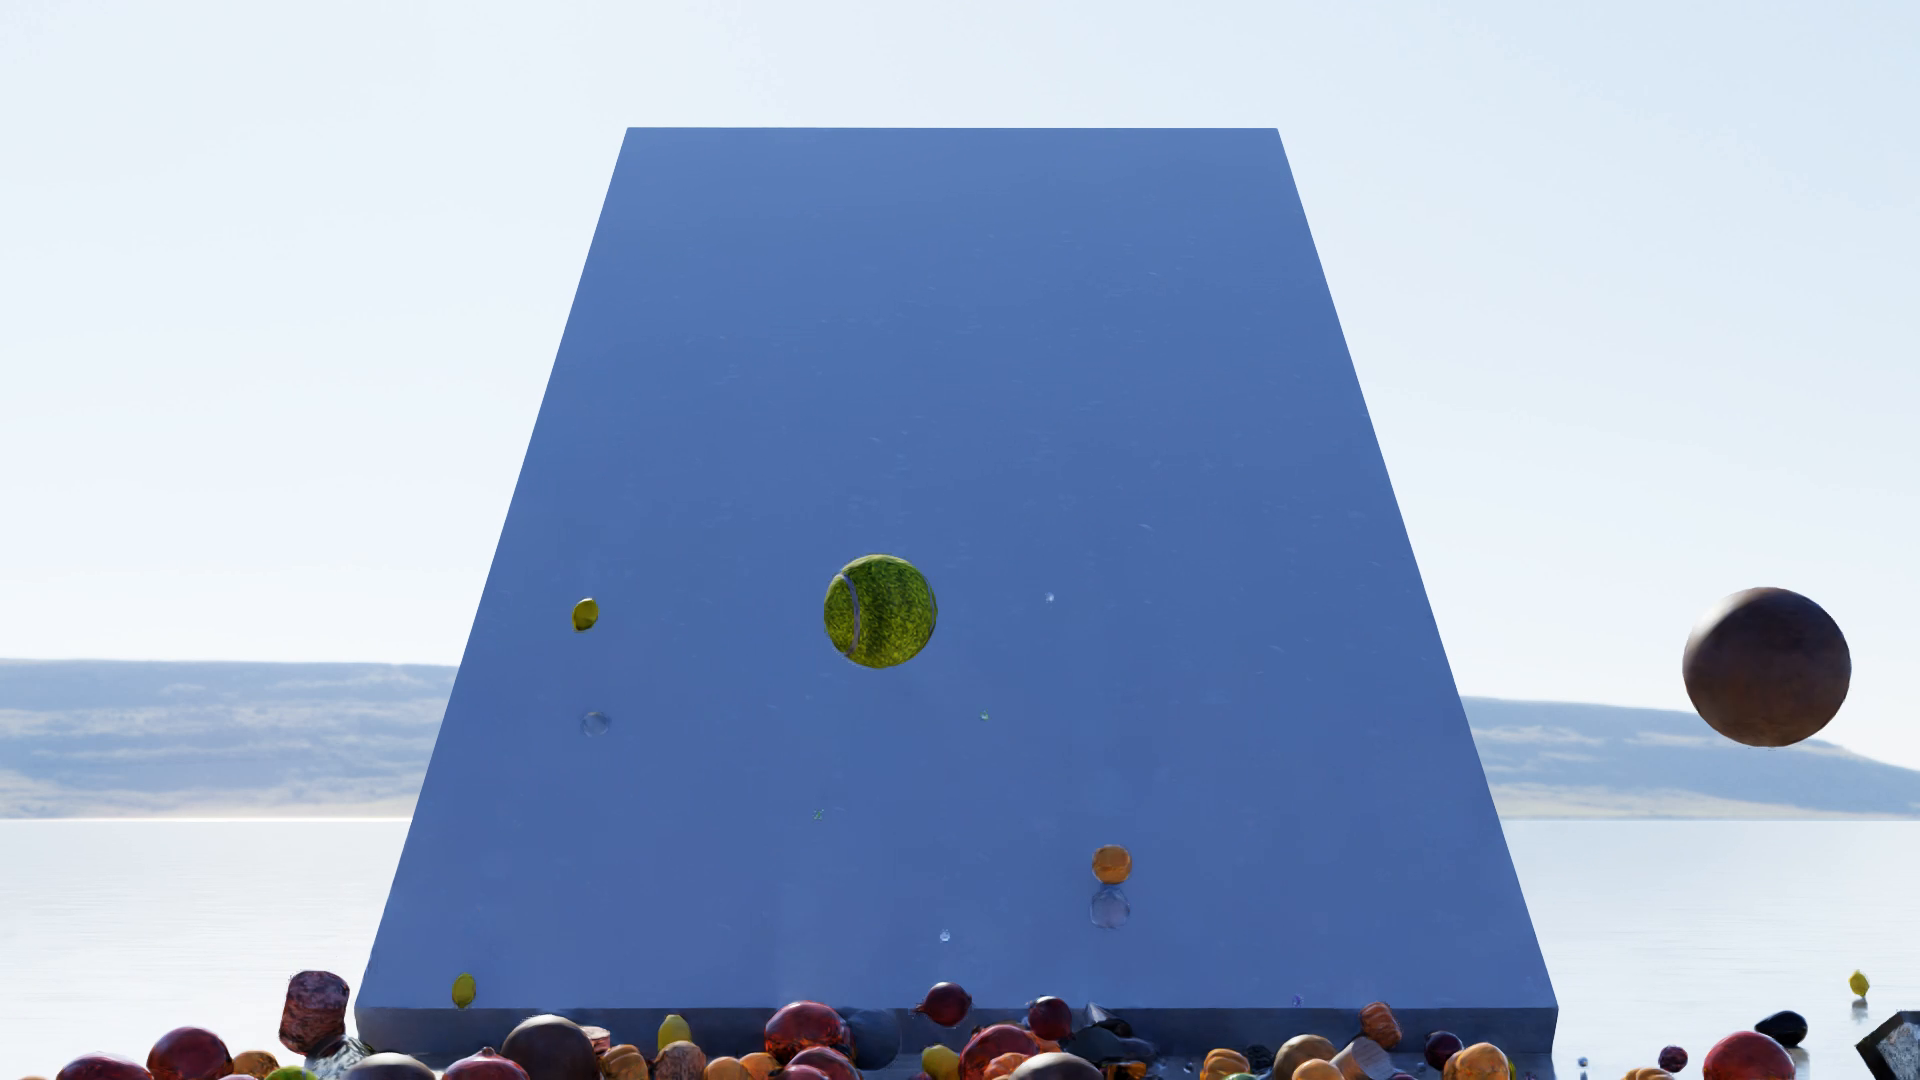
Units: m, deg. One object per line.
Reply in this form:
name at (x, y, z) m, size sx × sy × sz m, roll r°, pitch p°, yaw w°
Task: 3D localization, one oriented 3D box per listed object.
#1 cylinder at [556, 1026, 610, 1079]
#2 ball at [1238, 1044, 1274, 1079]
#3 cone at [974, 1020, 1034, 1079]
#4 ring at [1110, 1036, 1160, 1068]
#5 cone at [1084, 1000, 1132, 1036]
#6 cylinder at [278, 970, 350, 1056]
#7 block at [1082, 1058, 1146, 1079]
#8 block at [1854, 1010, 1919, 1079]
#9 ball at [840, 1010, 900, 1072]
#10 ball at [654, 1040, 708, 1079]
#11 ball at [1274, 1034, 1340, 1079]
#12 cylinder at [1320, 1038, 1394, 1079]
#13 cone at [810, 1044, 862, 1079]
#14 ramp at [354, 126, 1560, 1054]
cylinder at (-0.530, 0.727, 3.412) m, size 0.072 × 0.072 × 0.072 m, roll 4°, pitch 2°, yaw 0°
ball at (0.447, 0.787, 3.658) m, size 0.054 × 0.054 × 0.054 m, roll 0°, pitch -6°, yaw 0°
cone at (0.088, 0.797, 3.706) m, size 0.098 × 0.098 × 0.098 m, roll -4°, pitch -34°, yaw 34°
ring at (0.243, 0.805, 3.819) m, size 0.141 × 0.047 × 0.141 m, roll 5°, pitch -9°, yaw 1°
cone at (0.221, 0.776, 3.929) m, size 0.092 × 0.092 × 0.092 m, roll 2°, pitch 33°, yaw -19°
cylinder at (-0.913, 0.668, 3.428) m, size 0.085 × 0.085 × 0.085 m, roll 15°, pitch 26°, yaw -8°
block at (0.209, 0.743, 3.304) m, size 0.063 × 0.063 × 0.063 m, roll 4°, pitch -8°, yaw -31°
block at (1.319, 0.714, 3.364) m, size 0.087 × 0.087 × 0.087 m, roll 7°, pitch -46°, yaw -36°
ball at (-0.135, 0.749, 3.634) m, size 0.091 × 0.091 × 0.091 m, roll 0°, pitch -6°, yaw 0°
ball at (-0.382, 0.723, 3.319) m, size 0.074 × 0.074 × 0.074 m, roll 0°, pitch -6°, yaw 0°
ball at (0.480, 0.728, 3.332) m, size 0.098 × 0.098 × 0.098 m, roll 0°, pitch -6°, yaw 0°
cylinder at (0.532, 0.714, 3.254) m, size 0.069 × 0.069 × 0.069 m, roll 5°, pitch -43°, yaw -40°
cone at (-0.151, 0.756, 3.329) m, size 0.093 × 0.093 × 0.093 m, roll 7°, pitch 17°, yaw -47°
ramp at (-0.014, -0.203, 5.769) m, size 2.000 × 0.100 × 4.000 m, roll 0°, pitch 31°, yaw 0°
